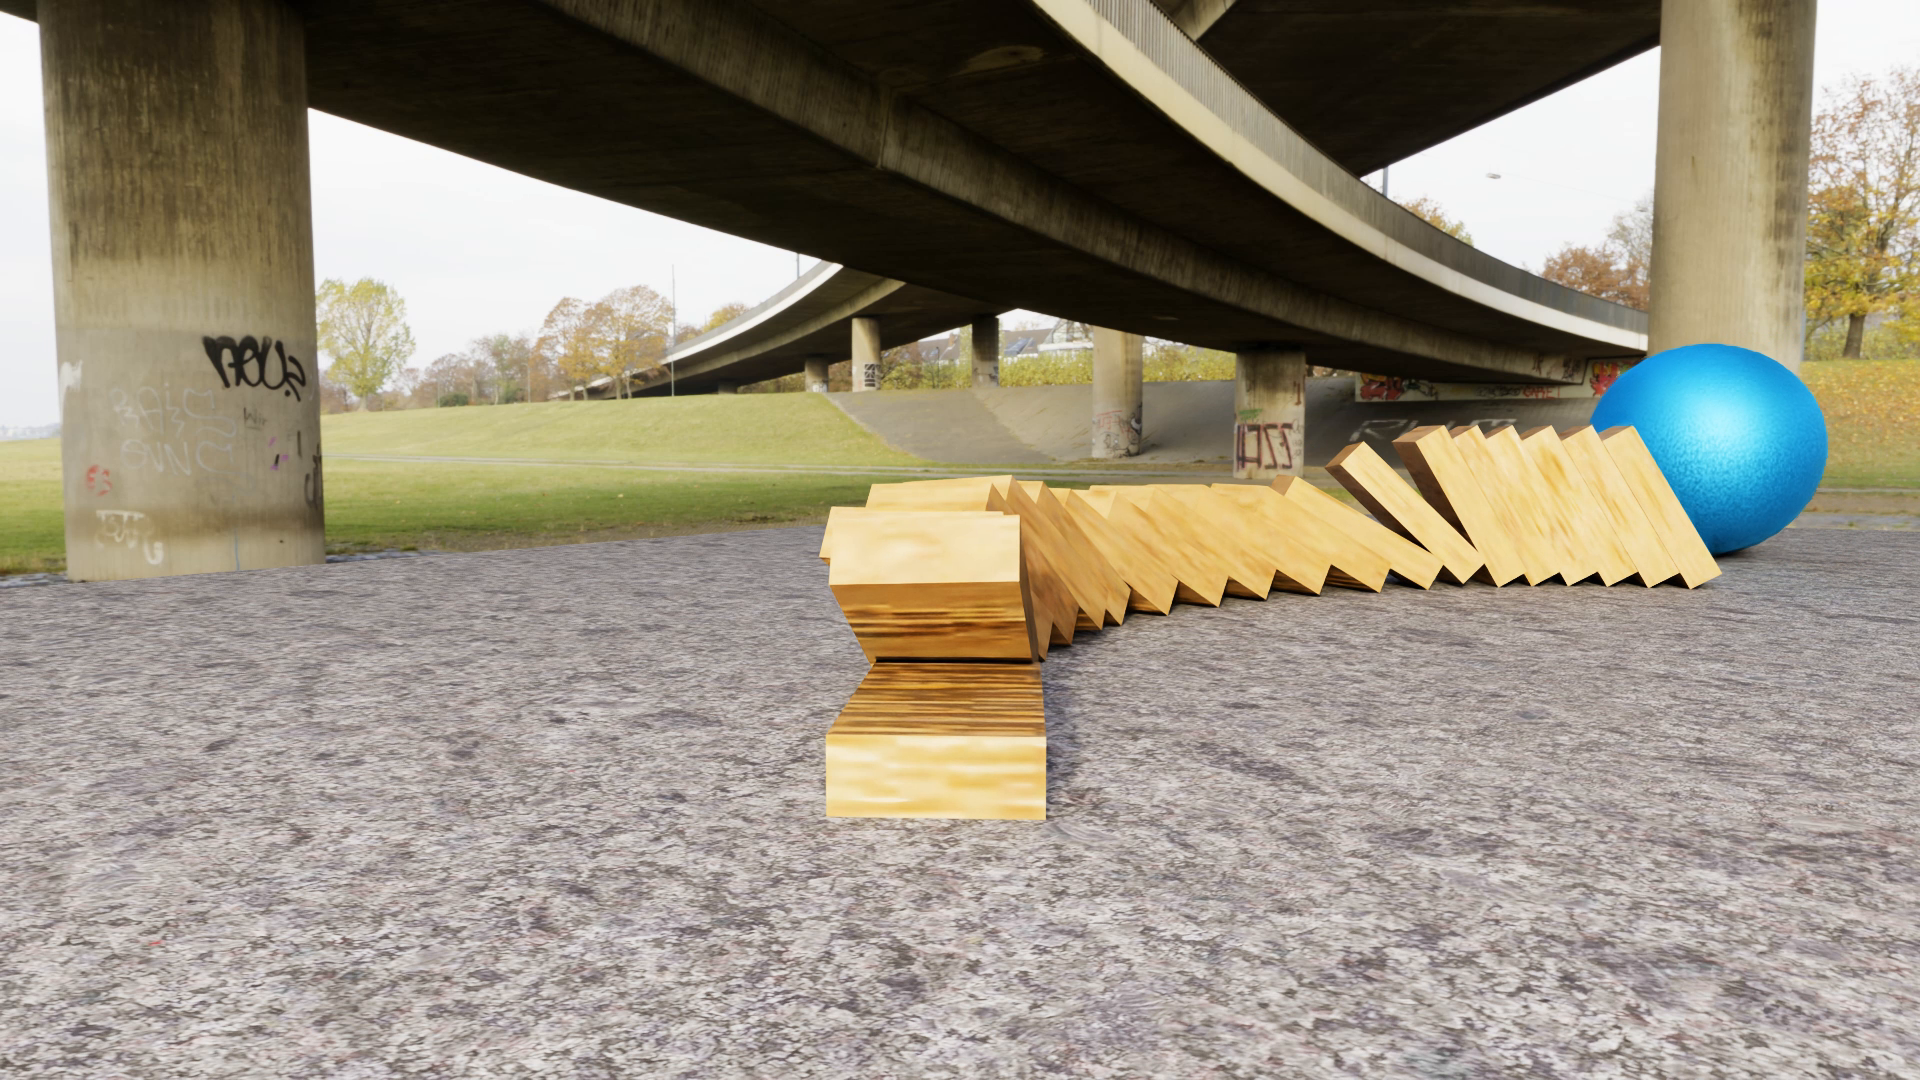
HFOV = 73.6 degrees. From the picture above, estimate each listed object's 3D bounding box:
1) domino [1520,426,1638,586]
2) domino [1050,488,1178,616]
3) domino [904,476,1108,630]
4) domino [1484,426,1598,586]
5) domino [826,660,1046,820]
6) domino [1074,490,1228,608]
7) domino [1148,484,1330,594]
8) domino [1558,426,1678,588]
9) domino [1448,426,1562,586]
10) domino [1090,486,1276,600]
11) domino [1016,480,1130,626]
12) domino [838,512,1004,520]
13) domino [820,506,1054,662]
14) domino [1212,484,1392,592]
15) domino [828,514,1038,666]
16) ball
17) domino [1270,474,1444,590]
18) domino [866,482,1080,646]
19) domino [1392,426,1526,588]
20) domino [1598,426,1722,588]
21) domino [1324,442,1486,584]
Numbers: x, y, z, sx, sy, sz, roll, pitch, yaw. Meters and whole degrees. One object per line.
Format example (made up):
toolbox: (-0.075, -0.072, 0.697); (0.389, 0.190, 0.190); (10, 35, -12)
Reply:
domino: (0.188, -0.011, 0.395); (0.009, 0.050, 0.025); (-30, -3, 14)
domino: (0.029, 0.003, 0.311); (0.025, 0.009, 0.050); (4, -23, 43)
domino: (0.010, 0.004, 0.270); (0.025, 0.009, 0.050); (-2, -30, 31)
domino: (0.177, -0.011, 0.396); (0.010, 0.050, 0.025); (-30, -3, 14)
domino: (-0.002, 0.025, 0.171); (0.025, 0.010, 0.050); (0, 4, 3)
domino: (0.044, 0.002, 0.329); (0.050, 0.010, 0.025); (32, -17, -39)
domino: (0.076, 0.000, 0.358); (0.050, 0.010, 0.025); (28, -11, -26)
domino: (0.198, -0.011, 0.392); (0.010, 0.050, 0.025); (-30, -3, 14)
domino: (0.164, -0.011, 0.395); (0.010, 0.050, 0.025); (-30, 0, 9)
domino: (0.059, 0.001, 0.345); (0.050, 0.010, 0.025); (30, -14, -32)
domino: (0.017, 0.003, 0.290); (0.025, 0.010, 0.050); (3, -27, 33)
domino: (-0.003, 0.010, 0.213); (0.025, 0.009, 0.050); (0, -24, 8)
domino: (-0.003, 0.009, 0.237); (0.025, 0.010, 0.050); (2, -23, 24)
domino: (0.097, -0.001, 0.369); (0.050, 0.009, 0.025); (28, -7, -24)
domino: (-0.002, 0.012, 0.192); (0.025, 0.009, 0.050); (-1, -25, 6)
ball: (0.281, -0.034, 0.487); (0.080, 0.080, 0.080); (0, 4, 0)
domino: (0.117, -0.003, 0.385); (0.050, 0.009, 0.025); (30, 4, 0)
domino: (0.003, 0.006, 0.255); (0.025, 0.010, 0.050); (0, -29, 27)
domino: (0.152, -0.011, 0.392); (0.010, 0.050, 0.025); (-30, 2, 5)
domino: (0.209, -0.011, 0.388); (0.010, 0.050, 0.025); (-30, -3, 14)
domino: (0.135, -0.008, 0.391); (0.050, 0.009, 0.025); (45, 4, 3)
